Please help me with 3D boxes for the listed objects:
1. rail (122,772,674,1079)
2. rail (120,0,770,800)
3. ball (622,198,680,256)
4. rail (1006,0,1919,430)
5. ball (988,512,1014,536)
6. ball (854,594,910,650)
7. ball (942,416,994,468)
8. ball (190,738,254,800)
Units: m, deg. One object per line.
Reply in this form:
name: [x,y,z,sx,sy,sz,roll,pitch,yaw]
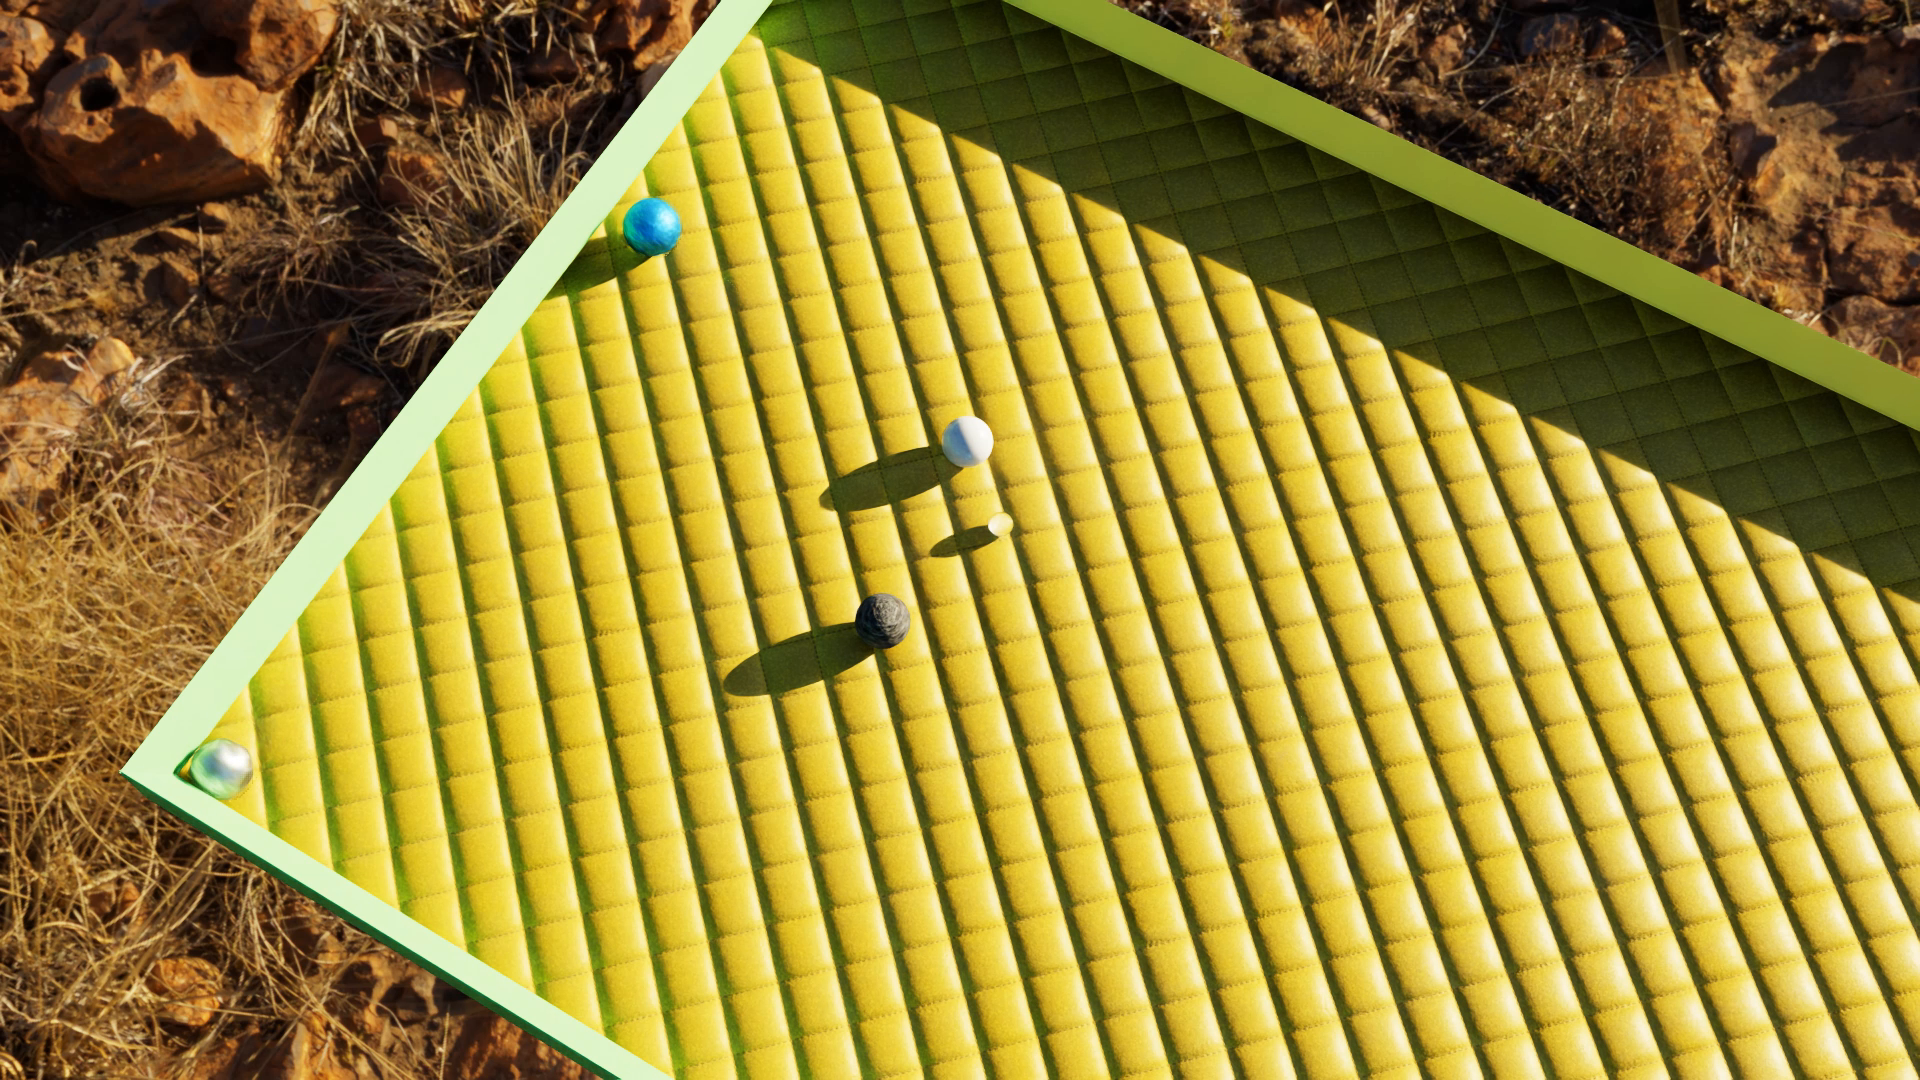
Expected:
rail: [0.261,1.159,2.993,3.498,0.128,0.045,28,68,12]
rail: [-0.734,-0.401,3.706,0.045,0.128,2.003,28,68,12]
ball: [-0.531,-0.539,3.786,0.099,0.099,0.099,0,65,0]
rail: [1.249,-0.377,3.695,3.498,0.128,0.045,28,68,12]
ball: [0.066,-0.026,3.583,0.041,0.041,0.041,0,65,0]
ball: [-0.122,0.129,3.486,0.089,0.089,0.089,0,65,0]
ball: [0.012,-0.162,3.621,0.086,0.086,0.086,0,65,0]
ball: [-1.135,0.353,3.381,0.094,0.094,0.094,0,65,0]
